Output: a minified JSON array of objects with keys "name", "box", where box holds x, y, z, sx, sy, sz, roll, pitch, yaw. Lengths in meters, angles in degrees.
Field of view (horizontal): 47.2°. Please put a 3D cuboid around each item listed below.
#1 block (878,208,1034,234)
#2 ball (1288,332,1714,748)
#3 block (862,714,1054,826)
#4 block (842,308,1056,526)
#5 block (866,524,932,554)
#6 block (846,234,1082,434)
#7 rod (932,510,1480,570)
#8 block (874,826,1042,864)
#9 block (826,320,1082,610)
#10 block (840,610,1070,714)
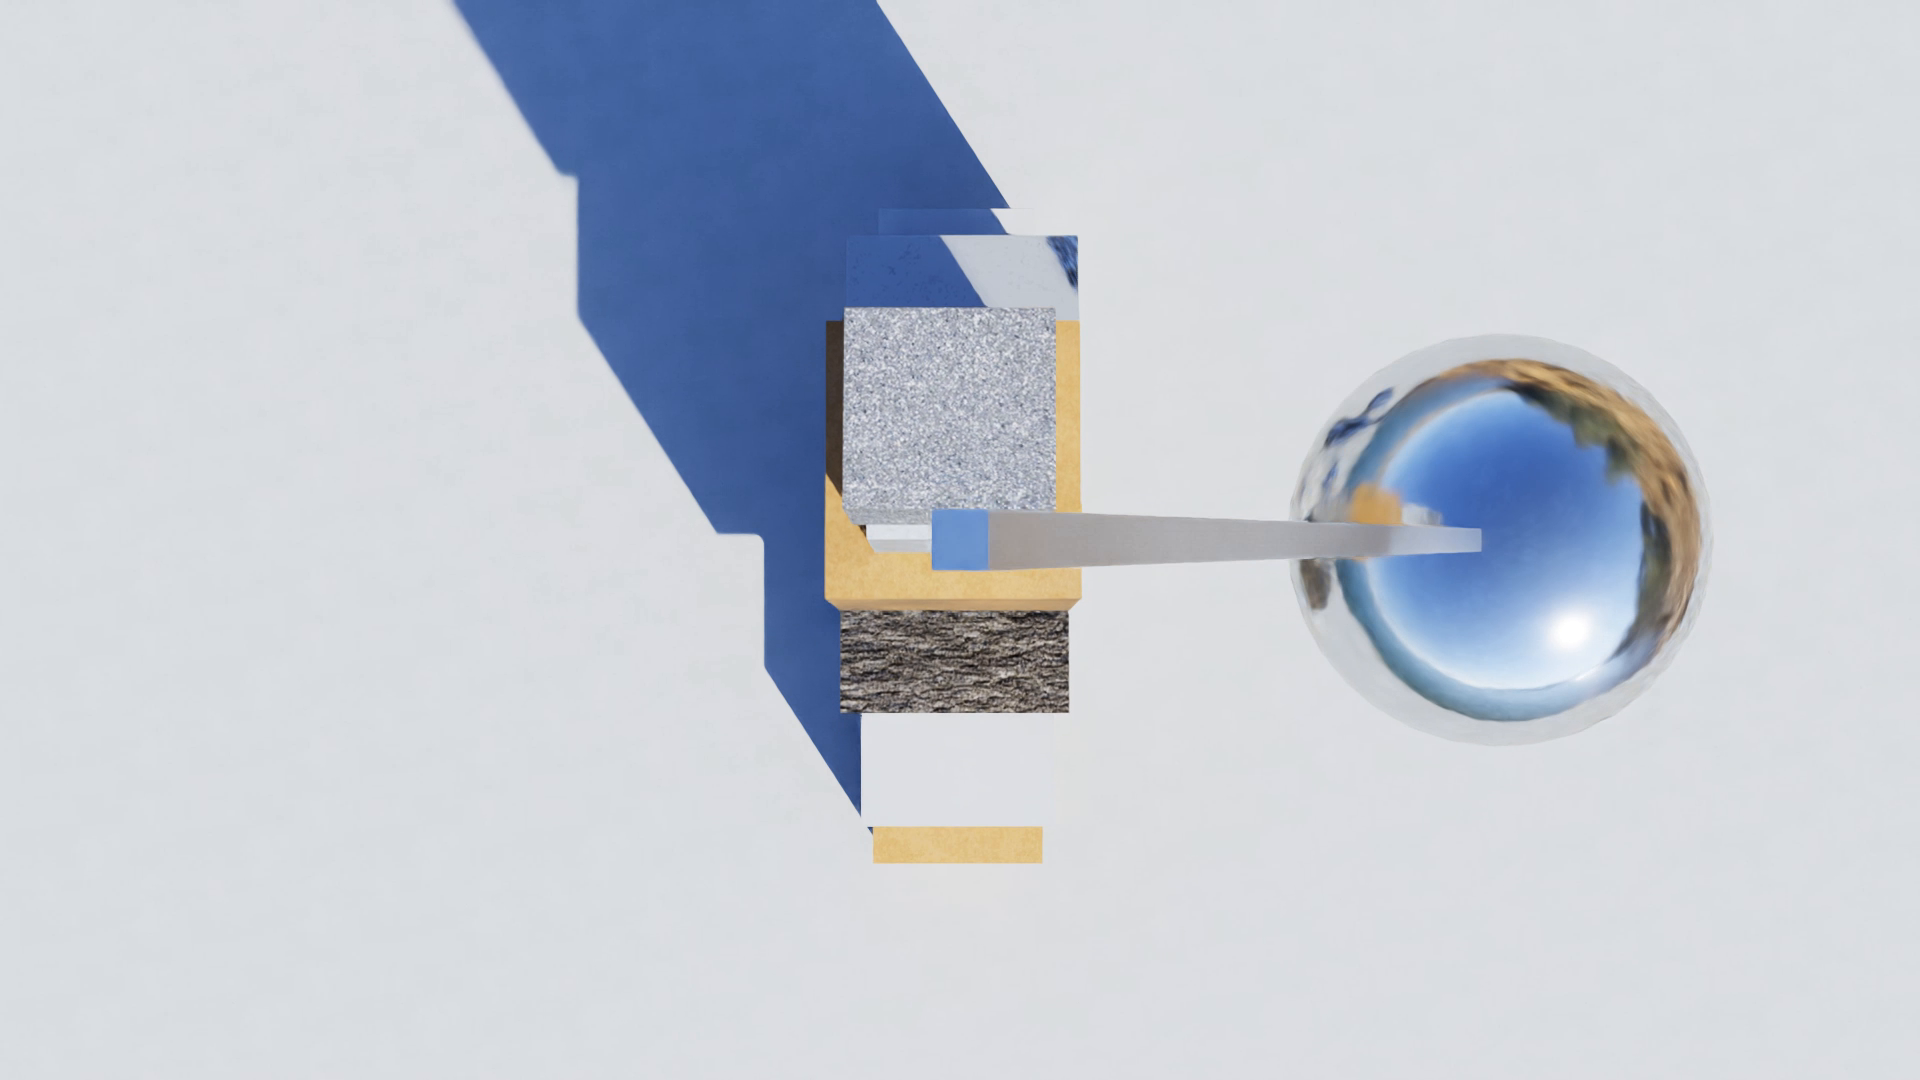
[{"name":"block","box":[-0.018,-1.313,12.469,0.846,1.061,0.970,0,90,0]},{"name":"ball","box":[2.074,0.000,8.516,1.600,1.600,1.600,0,90,0]},{"name":"block","box":[-0.011,0.974,11.446,0.964,0.955,0.911,0,90,0]},{"name":"block","box":[-0.029,-0.349,6.431,0.594,0.546,0.568,0,86,0]},{"name":"block","box":[-0.003,-0.297,7.013,0.556,0.622,0.639,0,86,0]},{"name":"block","box":[0.011,-0.752,9.709,0.987,0.890,0.897,0,74,0]},{"name":"rod","box":[0.899,0.000,5.325,0.080,5.200,0.080,0,90,20]},{"name":"block","box":[-0.012,1.397,12.613,0.943,0.774,0.802,0,90,0]},{"name":"block","box":[-0.021,-0.237,7.760,0.850,0.876,0.933,0,86,0]},{"name":"block","box":[-0.021,0.346,9.556,0.947,0.893,0.789,0,87,0]}]
